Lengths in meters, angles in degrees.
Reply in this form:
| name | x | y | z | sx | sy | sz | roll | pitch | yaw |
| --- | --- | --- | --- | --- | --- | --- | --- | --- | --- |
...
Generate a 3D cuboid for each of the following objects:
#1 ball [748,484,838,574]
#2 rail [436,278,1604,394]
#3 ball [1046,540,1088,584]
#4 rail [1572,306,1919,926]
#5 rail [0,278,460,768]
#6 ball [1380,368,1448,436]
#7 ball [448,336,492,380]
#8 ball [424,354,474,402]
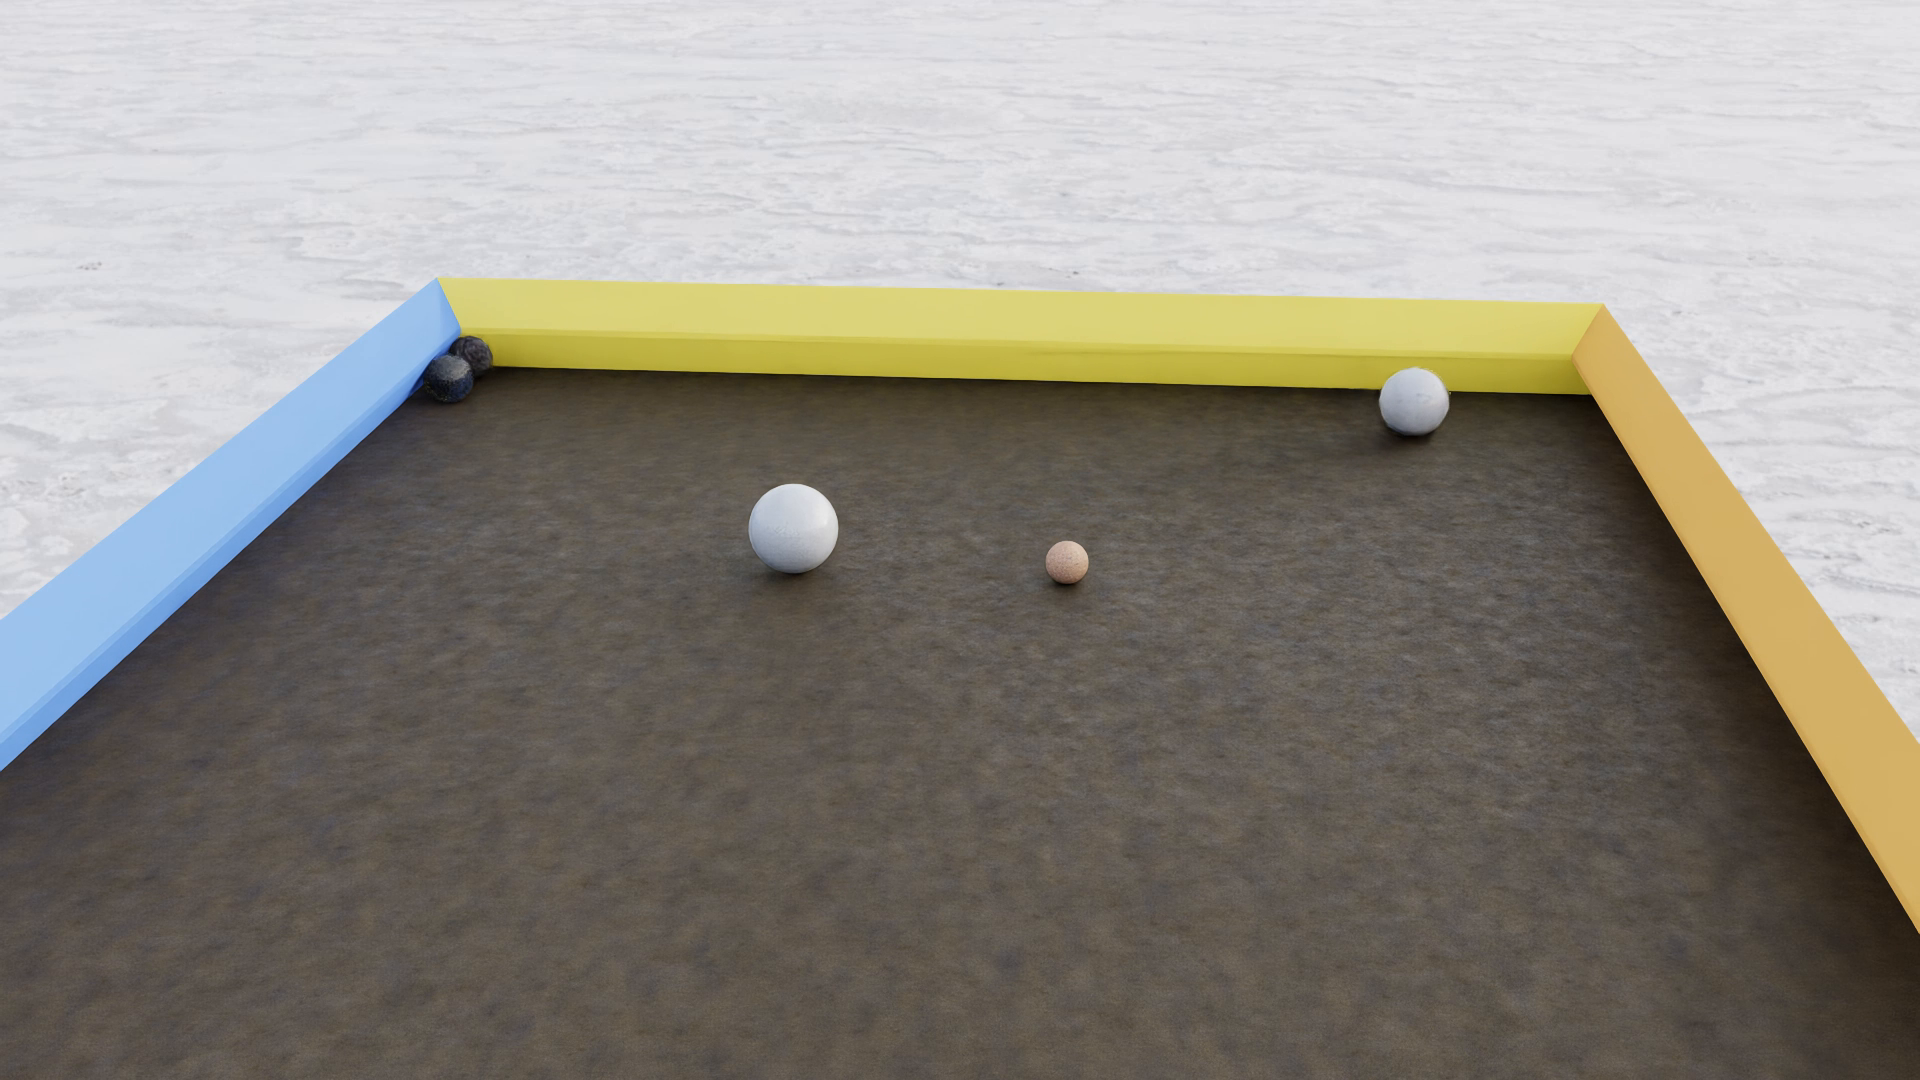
| name | x | y | z | sx | sy | sz | roll | pitch | yaw |
| --- | --- | --- | --- | --- | --- | --- | --- | --- | --- |
| ball | -0.183 | -0.013 | 2.418 | 0.099 | 0.099 | 0.099 | 0 | 21 | 0 |
| rail | 0.064 | -0.281 | 3.077 | 1.638 | 0.129 | 0.045 | 2 | 21 | 5 |
| ball | 0.116 | 0.024 | 2.394 | 0.047 | 0.047 | 0.047 | 0 | 21 | 0 |
| rail | 0.726 | 0.262 | 1.654 | 0.045 | 0.129 | 2.965 | 2 | 21 | 5 |
| rail | -0.858 | 0.212 | 1.786 | 0.045 | 0.129 | 2.965 | 2 | 21 | 5 |
| ball | 0.593 | -0.180 | 2.870 | 0.089 | 0.089 | 0.089 | 0 | 21 | 0 |
| ball | -0.693 | -0.258 | 3.111 | 0.062 | 0.062 | 0.062 | 0 | 21 | 0 |
| ball | -0.700 | -0.222 | 3.014 | 0.065 | 0.065 | 0.065 | 0 | 21 | 0 |
